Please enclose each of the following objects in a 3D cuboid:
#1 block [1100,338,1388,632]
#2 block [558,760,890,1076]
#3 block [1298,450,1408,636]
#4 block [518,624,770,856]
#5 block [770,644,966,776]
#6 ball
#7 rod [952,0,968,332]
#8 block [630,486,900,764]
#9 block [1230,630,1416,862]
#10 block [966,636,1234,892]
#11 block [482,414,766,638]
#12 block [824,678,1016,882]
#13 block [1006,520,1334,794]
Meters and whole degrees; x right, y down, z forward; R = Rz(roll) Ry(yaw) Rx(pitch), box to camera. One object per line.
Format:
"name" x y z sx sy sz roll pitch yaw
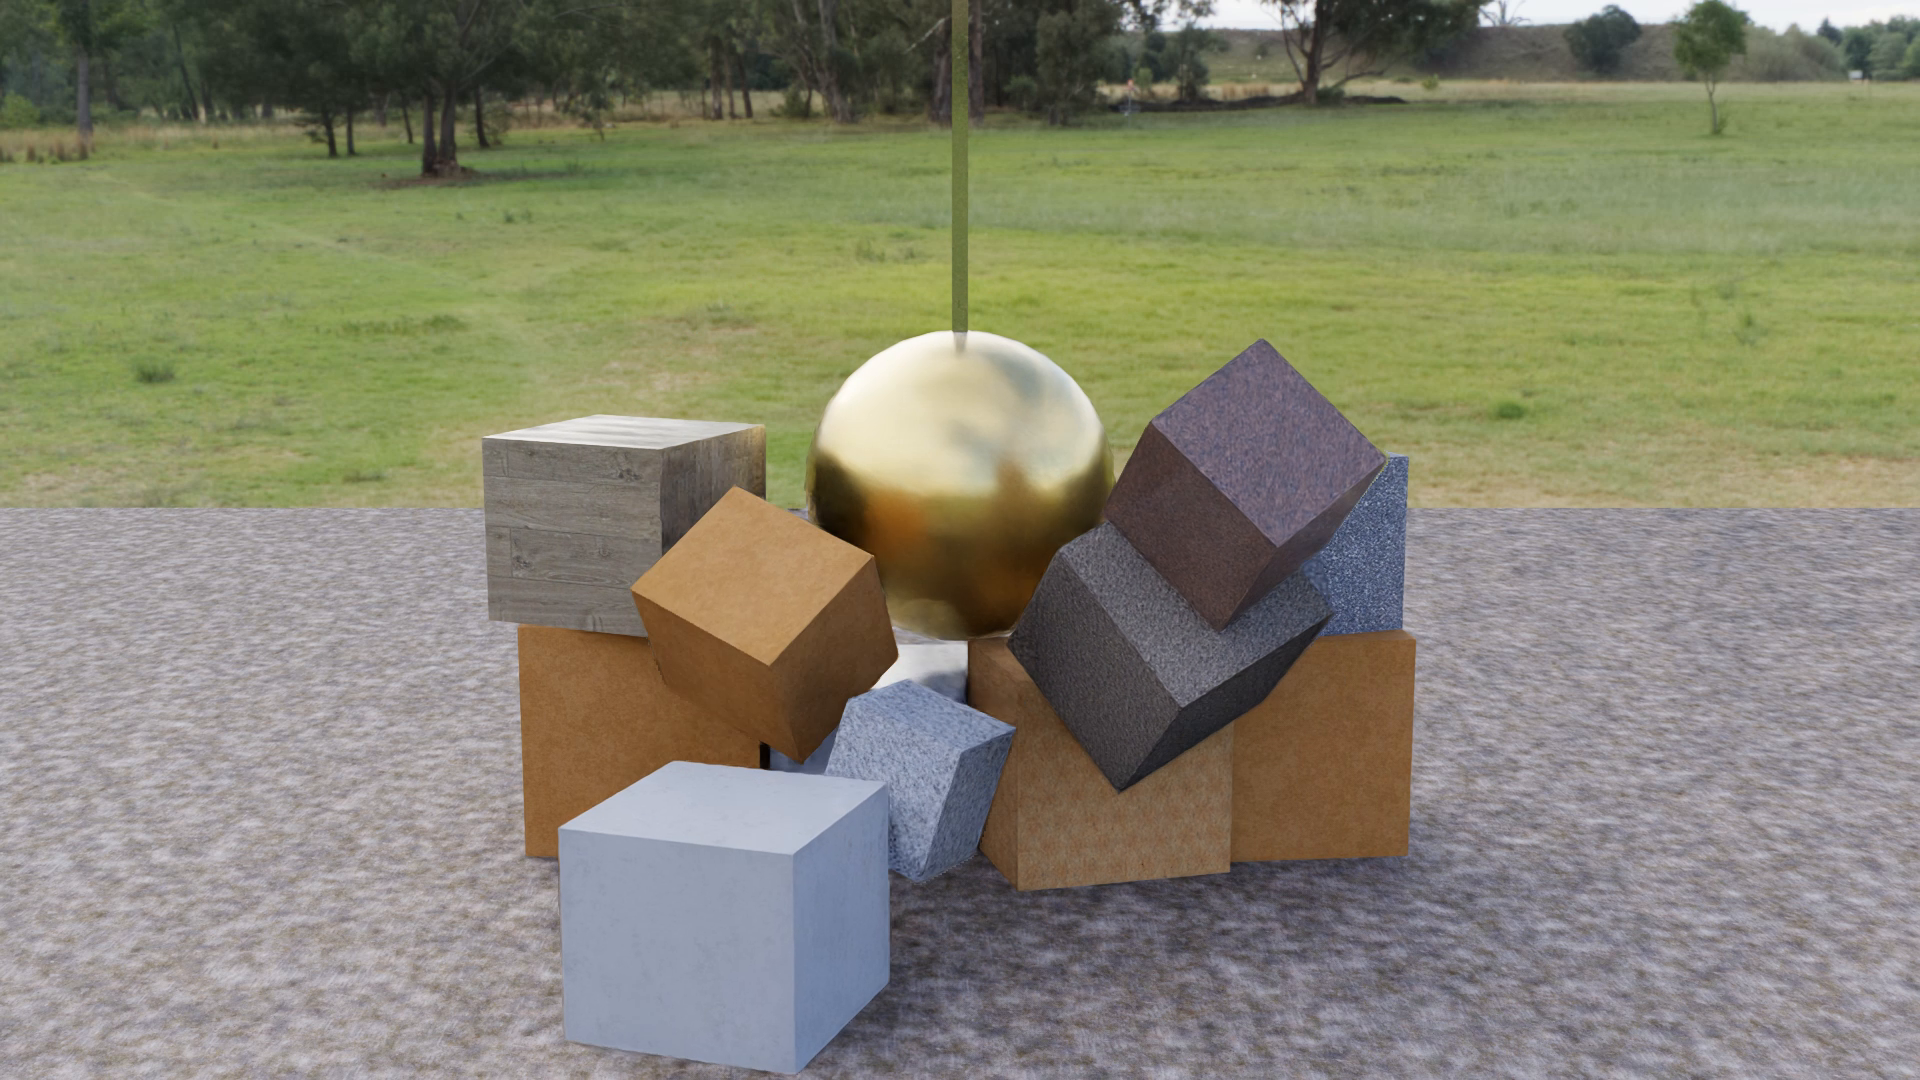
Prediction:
"block" 1.196 -0.230 9.377 0.715 0.740 0.755 -36 -15 -28
"block" -0.928 1.492 8.908 0.988 0.877 0.997 4 11 19
"block" 1.624 -0.024 11.105 0.926 0.869 0.838 -4 11 -20
"block" -1.545 0.907 11.327 1.177 1.162 1.081 0 10 3
"block" -0.450 1.061 11.355 0.973 0.850 0.947 0 10 0
"ball" 0.000 -0.278 11.304 1.600 1.600 1.600 0 10 0
"rod" 0.000 -3.604 10.601 0.080 5.200 0.080 0 12 0
"block" -0.884 0.384 10.114 0.840 0.739 0.725 26 58 29
"block" 1.689 0.939 11.320 0.961 1.103 1.102 -1 10 -6
"block" 0.674 1.057 10.883 1.077 1.027 0.902 -3 11 -15
"block" -1.663 -0.096 11.046 1.016 0.912 1.000 5 11 24
"block" -0.204 1.031 9.546 0.560 0.610 0.575 23 14 21
"block" 0.929 0.402 9.956 0.908 0.877 0.946 -29 -18 -26
